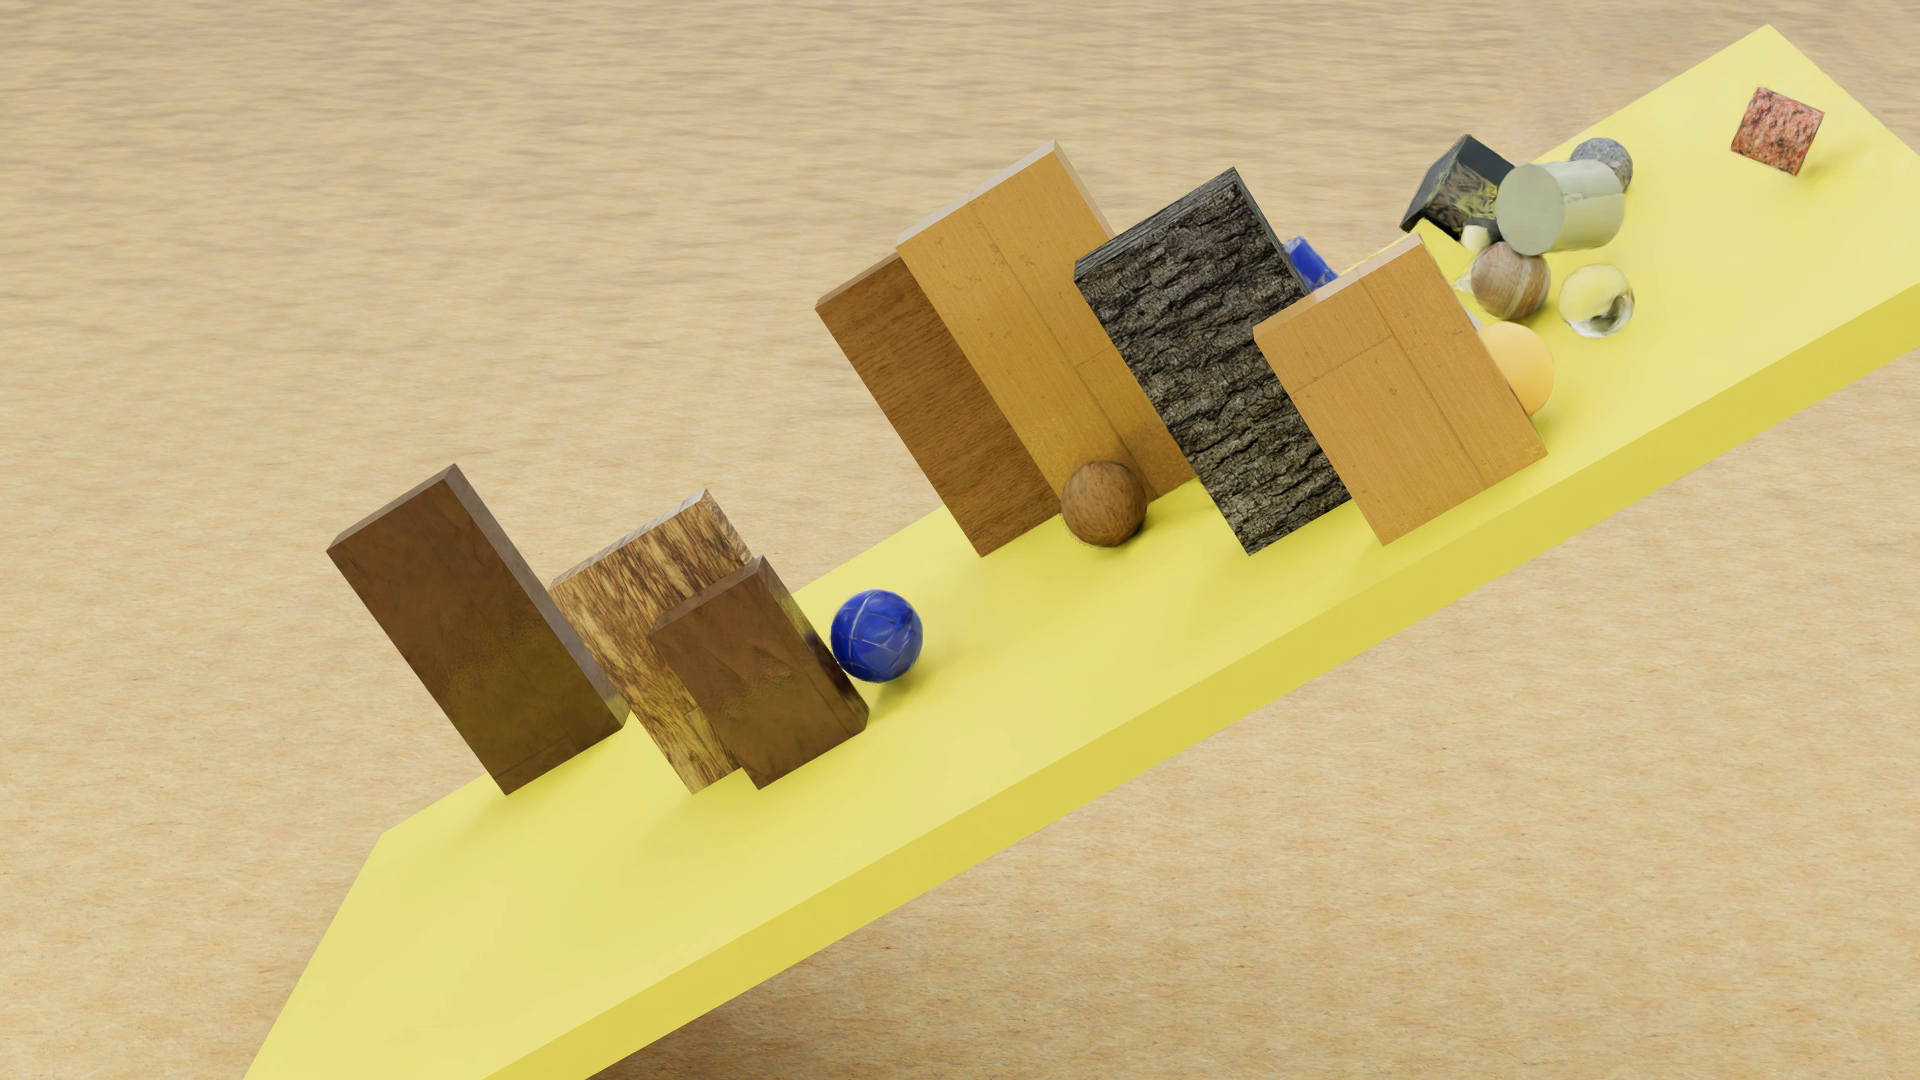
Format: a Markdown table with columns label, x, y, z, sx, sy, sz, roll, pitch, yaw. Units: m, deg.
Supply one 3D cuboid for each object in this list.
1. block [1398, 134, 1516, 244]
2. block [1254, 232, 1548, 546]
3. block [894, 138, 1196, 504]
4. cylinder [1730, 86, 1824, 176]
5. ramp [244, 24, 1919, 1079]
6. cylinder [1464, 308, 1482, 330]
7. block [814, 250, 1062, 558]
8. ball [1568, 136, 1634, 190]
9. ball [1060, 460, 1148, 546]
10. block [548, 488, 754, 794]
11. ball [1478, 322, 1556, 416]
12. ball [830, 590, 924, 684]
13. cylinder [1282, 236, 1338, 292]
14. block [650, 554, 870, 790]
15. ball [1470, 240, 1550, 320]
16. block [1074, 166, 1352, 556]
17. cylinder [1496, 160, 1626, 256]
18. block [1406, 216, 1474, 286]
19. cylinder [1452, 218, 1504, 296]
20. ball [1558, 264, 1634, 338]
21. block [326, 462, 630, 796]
| label | x | y | z | sx | sy | sz | roll | pitch | yaw |
| --- | --- | --- | --- | --- | --- | --- | --- | --- | --- |
| block | 1.099 | -0.730 | 6.385 | 0.178 | 0.178 | 0.178 | 33 | -25 | -7 |
| block | 0.783 | -0.266 | 5.232 | 0.336 | 0.453 | 0.084 | -30 | 15 | 13 |
| block | 0.236 | -0.422 | 6.265 | 0.391 | 0.762 | 0.120 | -30 | 15 | 13 |
| cylinder | 1.581 | -0.791 | 5.689 | 0.134 | 0.134 | 0.134 | 25 | 26 | 14 |
| ramp | 0.140 | 0.170 | 6.292 | 4.000 | 0.100 | 2.000 | -30 | 15 | 13 |
| cylinder | 0.851 | -0.323 | 5.486 | 0.207 | 0.207 | 0.207 | 17 | 26 | 39 |
| block | 0.028 | -0.344 | 6.596 | 0.388 | 0.690 | 0.082 | -30 | 15 | 13 |
| ball | 1.365 | -0.790 | 6.272 | 0.139 | 0.139 | 0.139 | 0 | 20 | 0 |
| ball | 0.302 | -0.076 | 6.175 | 0.182 | 0.182 | 0.182 | 0 | 20 | 0 |
| block | -0.561 | 0.222 | 6.323 | 0.398 | 0.553 | 0.083 | -30 | 15 | 13 |
| ball | 0.989 | -0.304 | 5.348 | 0.185 | 0.185 | 0.185 | 0 | 20 | 0 |
| ball | -0.175 | 0.202 | 6.181 | 0.198 | 0.198 | 0.198 | 0 | 20 | 0 |
| cylinder | 0.689 | -0.496 | 6.005 | 0.179 | 0.179 | 0.179 | -42 | 9 | 8 |
| block | -0.415 | 0.277 | 6.128 | 0.268 | 0.408 | 0.109 | -30 | 15 | 13 |
| ball | 1.110 | -0.525 | 5.932 | 0.160 | 0.160 | 0.160 | 0 | 20 | 0 |
| block | 0.536 | -0.337 | 5.605 | 0.352 | 0.641 | 0.150 | -30 | 15 | 13 |
| cylinder | 1.197 | -0.664 | 5.868 | 0.180 | 0.180 | 0.180 | -9 | 21 | -37 |
| block | 0.900 | -0.528 | 5.692 | 0.125 | 0.125 | 0.125 | 38 | -3 | 5 |
| cylinder | 1.094 | -0.581 | 6.089 | 0.134 | 0.134 | 0.134 | 17 | -6 | 2 |
| ball | 1.200 | -0.451 | 5.547 | 0.142 | 0.142 | 0.142 | 0 | 20 | 0 |
| block | -1.175 | 0.224 | 7.207 | 0.357 | 0.756 | 0.120 | -30 | 15 | 13 |
